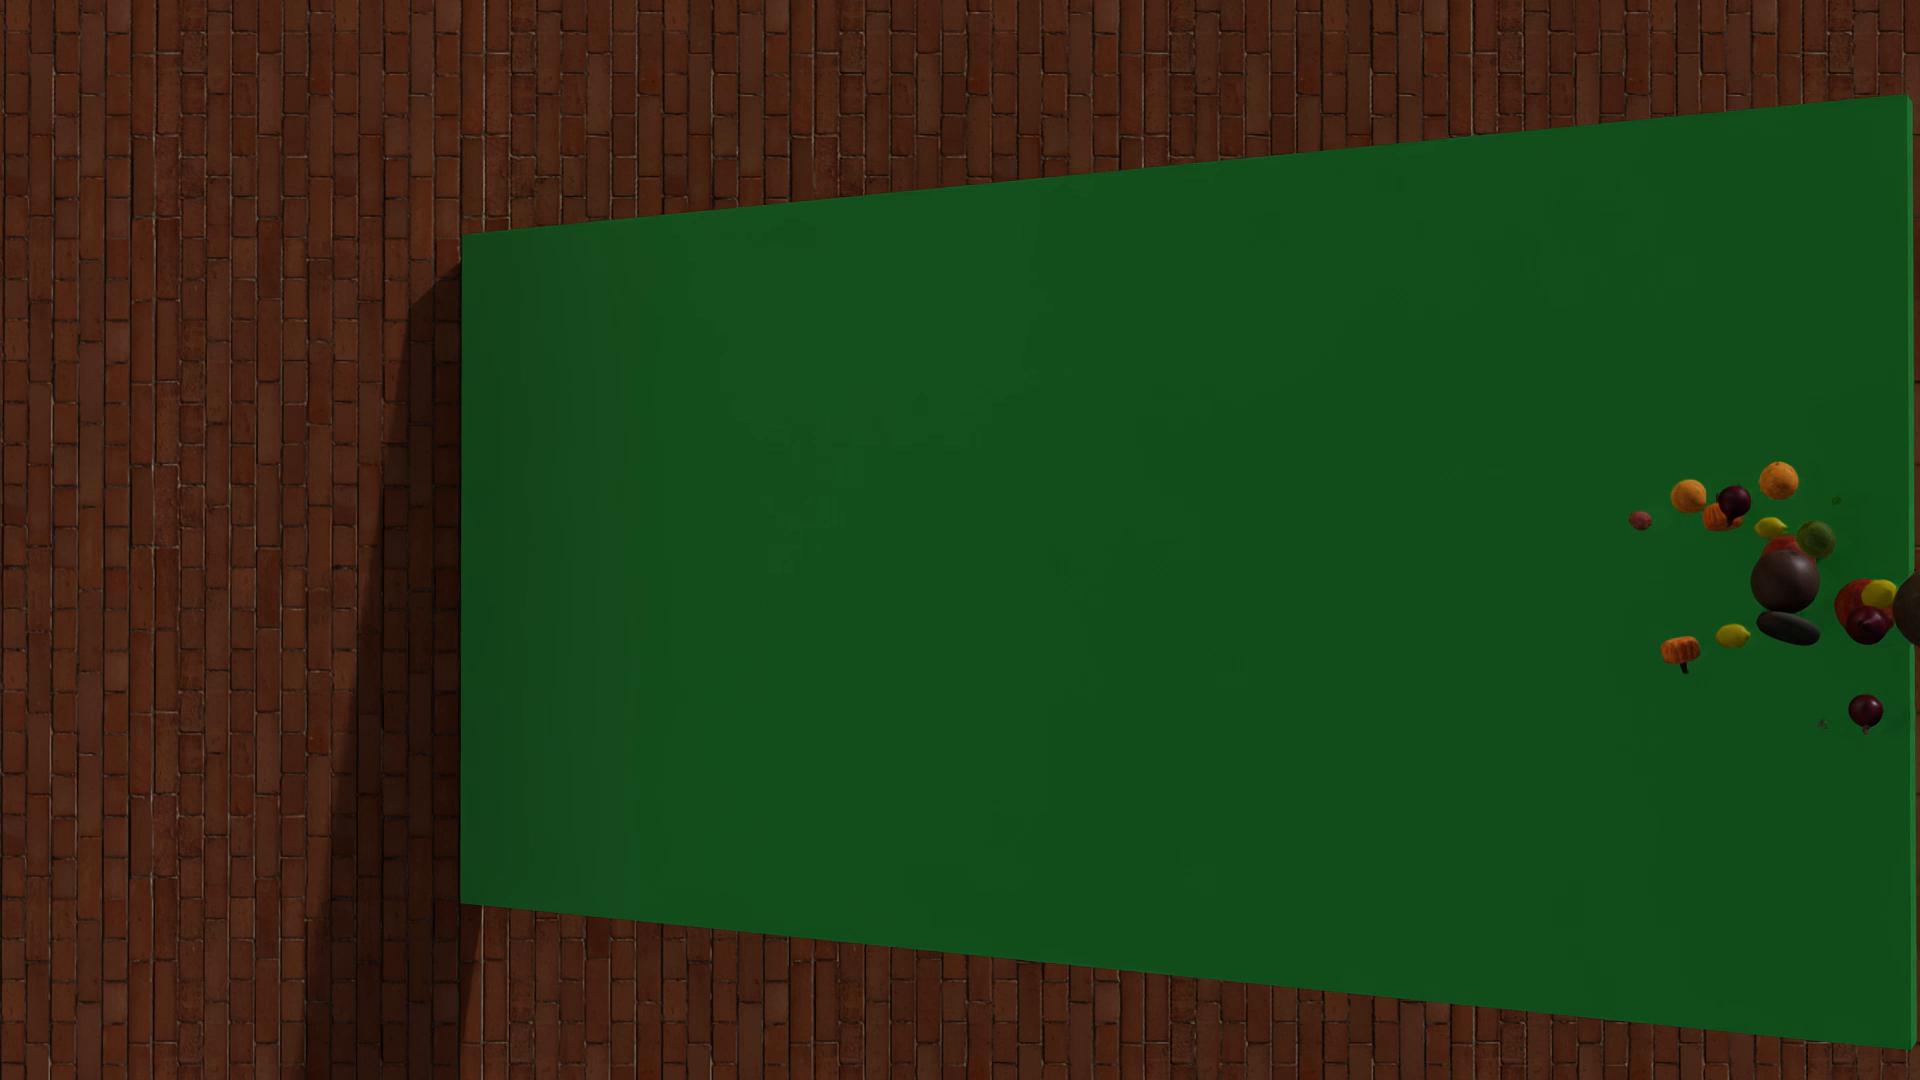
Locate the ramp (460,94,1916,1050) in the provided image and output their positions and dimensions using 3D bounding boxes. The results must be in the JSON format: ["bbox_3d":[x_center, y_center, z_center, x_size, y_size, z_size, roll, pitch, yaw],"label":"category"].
[{"bbox_3d":[0.271,0.075,5.630,4.000,0.100,2.000,0,89,30],"label":"ramp"}]

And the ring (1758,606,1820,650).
[{"bbox_3d":[1.647,0.175,4.372,0.121,0.121,0.040,30,70,0],"label":"ring"}]
